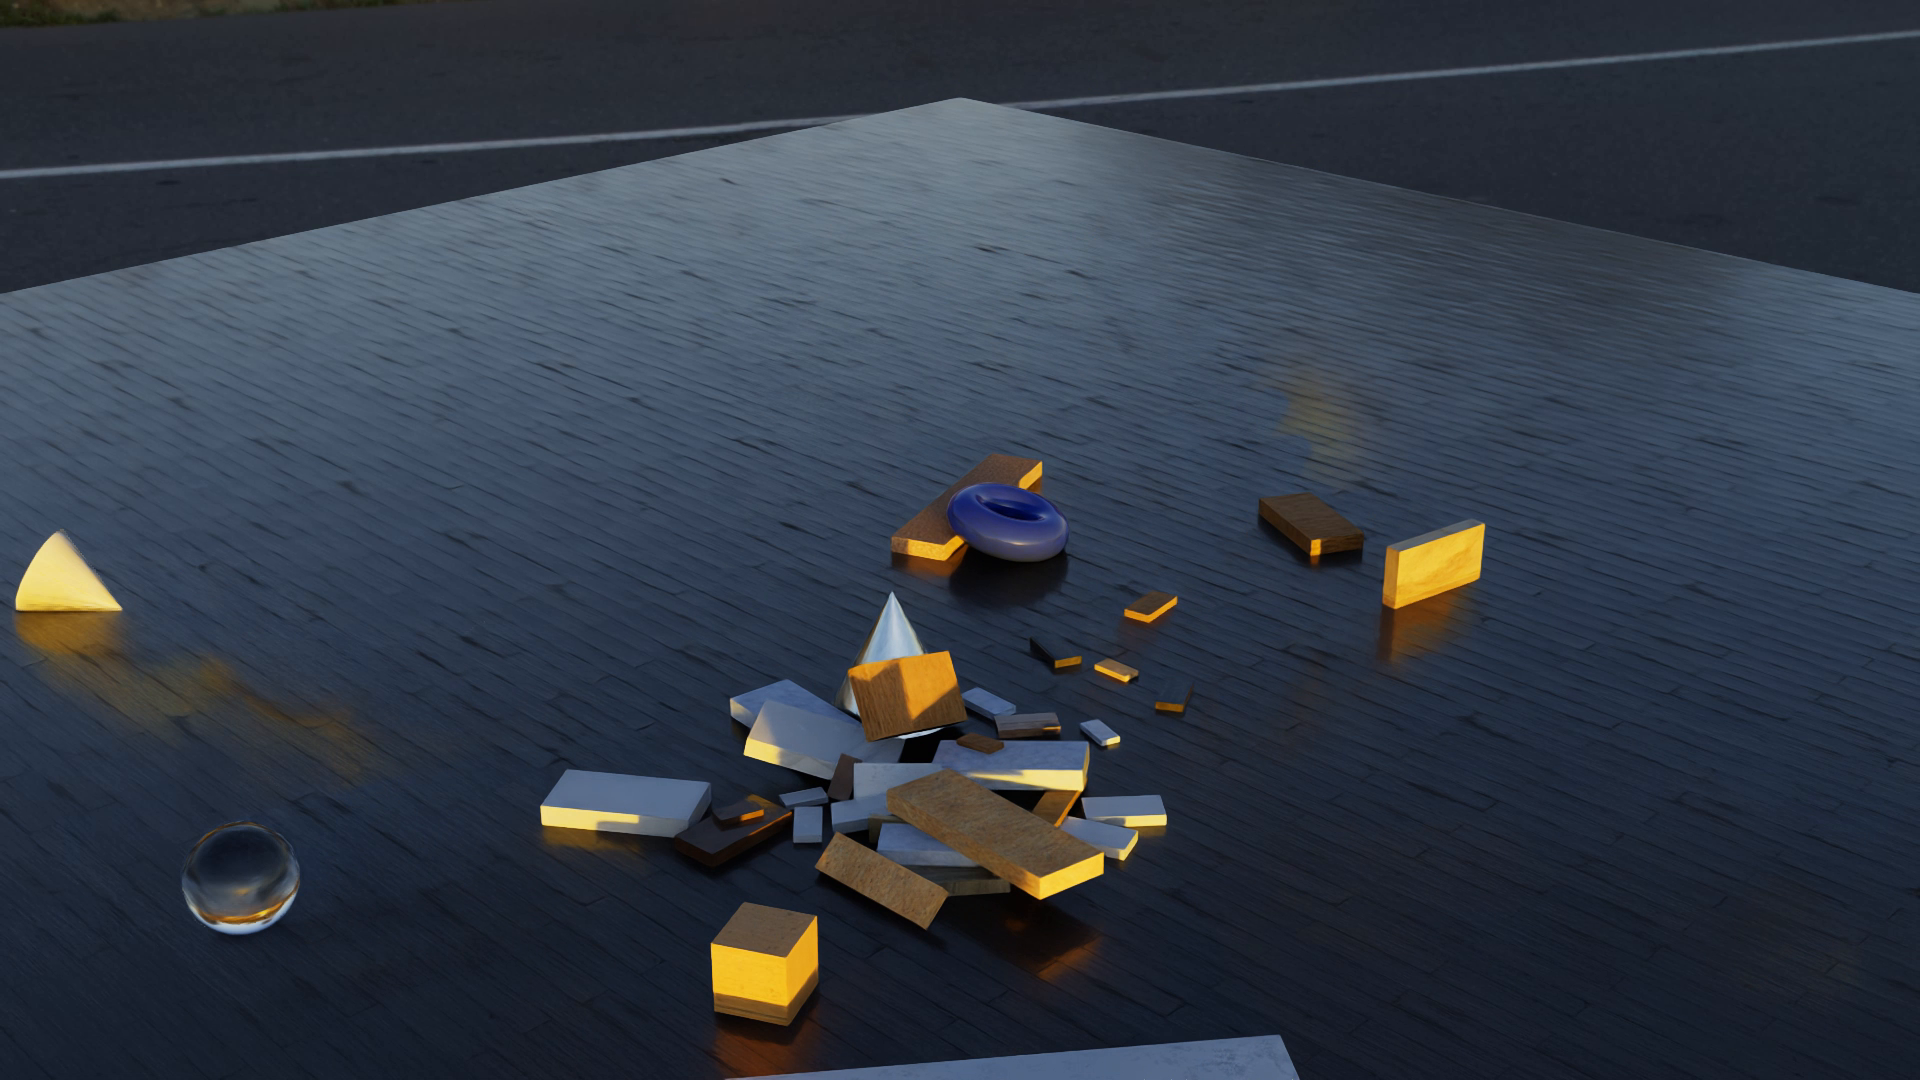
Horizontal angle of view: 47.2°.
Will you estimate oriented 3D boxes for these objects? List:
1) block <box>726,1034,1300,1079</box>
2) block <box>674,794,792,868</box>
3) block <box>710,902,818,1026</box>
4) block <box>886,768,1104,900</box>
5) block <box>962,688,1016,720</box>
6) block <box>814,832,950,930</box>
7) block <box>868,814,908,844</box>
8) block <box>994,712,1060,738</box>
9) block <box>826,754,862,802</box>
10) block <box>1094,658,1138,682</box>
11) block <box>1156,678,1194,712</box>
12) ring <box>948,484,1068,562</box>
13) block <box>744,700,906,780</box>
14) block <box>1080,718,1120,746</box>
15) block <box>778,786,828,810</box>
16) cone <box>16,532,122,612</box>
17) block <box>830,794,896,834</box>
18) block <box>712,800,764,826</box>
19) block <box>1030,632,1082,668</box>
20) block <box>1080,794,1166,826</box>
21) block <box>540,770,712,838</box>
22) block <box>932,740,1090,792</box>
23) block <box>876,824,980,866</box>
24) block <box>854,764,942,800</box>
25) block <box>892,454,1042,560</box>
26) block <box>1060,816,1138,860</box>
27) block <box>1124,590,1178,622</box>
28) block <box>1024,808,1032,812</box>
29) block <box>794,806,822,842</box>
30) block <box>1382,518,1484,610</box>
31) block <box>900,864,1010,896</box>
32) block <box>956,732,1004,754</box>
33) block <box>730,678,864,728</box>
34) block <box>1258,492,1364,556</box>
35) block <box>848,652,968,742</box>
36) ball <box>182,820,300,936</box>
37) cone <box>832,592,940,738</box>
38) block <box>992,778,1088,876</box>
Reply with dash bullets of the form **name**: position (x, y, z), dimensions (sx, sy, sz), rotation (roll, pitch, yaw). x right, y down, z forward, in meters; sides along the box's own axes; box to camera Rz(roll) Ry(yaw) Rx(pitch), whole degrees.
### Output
- **block**: position (0.087, 0.906, 3.565), dimensions (0.927, 0.047, 0.165), rotation (-3, 23, -7)
- **block**: position (-0.449, 0.576, 4.364), dimensions (0.108, 0.031, 0.217), rotation (19, 29, 37)
- **block**: position (-0.339, 0.739, 3.841), dimensions (0.139, 0.139, 0.139), rotation (8, 24, 17)
- **block**: position (0.062, 0.559, 4.227), dimensions (0.157, 0.044, 0.462), rotation (-16, 25, -36)
- **block**: position (0.059, 0.364, 4.881), dimensions (0.062, 0.018, 0.124), rotation (-19, 30, -38)
- **block**: position (-0.150, 0.642, 4.156), dimensions (0.291, 0.023, 0.081), rotation (21, 72, 40)
- **block**: position (-0.100, 0.575, 4.332), dimensions (0.159, 0.057, 0.016), rotation (4, 23, 10)
- **block**: position (0.146, 0.403, 4.786), dimensions (0.136, 0.019, 0.068), rotation (-3, 23, -7)
- **block**: position (-0.236, 0.486, 4.491), dimensions (0.046, 0.092, 0.013), rotation (20, -5, 2)
- **block**: position (0.359, 0.298, 5.043), dimensions (0.092, 0.013, 0.046), rotation (21, 31, 40)
- **block**: position (0.481, 0.346, 4.923), dimensions (0.062, 0.018, 0.124), rotation (7, 24, 15)
- **ring**: position (0.125, -0.047, 5.694), dimensions (0.325, 0.108, 0.325), rotation (13, 23, -6)
- **block**: position (-0.280, 0.432, 4.581), dimensions (0.307, 0.043, 0.153), rotation (16, 30, 3)
- **block**: position (0.303, 0.417, 4.762), dimensions (0.046, 0.013, 0.092), rotation (-11, 26, -25)
- **block**: position (-0.320, 0.529, 4.497), dimensions (0.092, 0.013, 0.046), rotation (-9, 25, -20)
- **cone**: position (-2.136, 0.123, 5.347), dimensions (0.217, 0.217, 0.217), rotation (26, 23, -6)
- **block**: position (-0.168, 0.544, 4.408), dimensions (0.177, 0.025, 0.089), rotation (-10, 22, -1)
- **block**: position (-0.443, 0.544, 4.384), dimensions (0.092, 0.013, 0.046), rotation (-12, 26, -26)
- **block**: position (0.223, 0.257, 5.130), dimensions (0.068, 0.019, 0.136), rotation (-10, 25, -21)
- **block**: position (0.330, 0.548, 4.440), dimensions (0.162, 0.023, 0.081), rotation (-2, 23, -4)
- **block**: position (-0.674, 0.533, 4.449), dimensions (0.307, 0.043, 0.153), rotation (4, 23, 10)
- **block**: position (0.105, 0.467, 4.560), dimensions (0.314, 0.044, 0.157), rotation (0, 17, 8)
- **block**: position (-0.048, 0.590, 4.254), dimensions (0.217, 0.031, 0.108), rotation (1, 20, 4)
- **block**: position (-0.127, 0.498, 4.471), dimensions (0.177, 0.089, 0.025), rotation (0, -6, 0)
- **block**: position (0.026, -0.096, 5.933), dimensions (0.152, 0.043, 0.662), rotation (10, 25, 22)
- **block**: position (0.262, 0.587, 4.347), dimensions (0.162, 0.023, 0.081), rotation (9, 25, 21)
- **block**: position (0.465, 0.161, 5.356), dimensions (0.068, 0.019, 0.136), rotation (15, 27, 32)
- **block**: position (0.108, 0.552, 4.394), dimensions (0.113, 0.016, 0.057), rotation (17, 22, -8)
- **block**: position (-0.304, 0.569, 4.399), dimensions (0.057, 0.016, 0.113), rotation (-1, 23, -2)
- **block**: position (1.171, 0.057, 5.433), dimensions (0.303, 0.152, 0.043), rotation (-16, 28, -33)
- **block**: position (-0.019, 0.640, 4.214), dimensions (0.217, 0.031, 0.108), rotation (-3, 23, -6)
- **block**: position (0.043, 0.426, 4.606), dimensions (0.092, 0.013, 0.046), rotation (13, 23, 41)
- **block**: position (-0.348, 0.395, 4.773), dimensions (0.153, 0.043, 0.307), rotation (-18, 29, -36)
- **block**: position (0.926, -0.045, 5.812), dimensions (0.152, 0.043, 0.303), rotation (-8, 24, -17)
- **block**: position (-0.108, 0.331, 4.674), dimensions (0.044, 0.157, 0.314), rotation (-21, -9, 33)
- **ball**: position (-1.318, 0.620, 4.034), dimensions (0.207, 0.207, 0.207), rotation (0, 23, 0)
- **cone**: position (-0.147, 0.242, 4.824), dimensions (0.287, 0.287, 0.287), rotation (0, 23, 0)
- **block**: position (0.162, 0.561, 4.343), dimensions (0.062, 0.018, 0.456), rotation (3, 18, 18)
